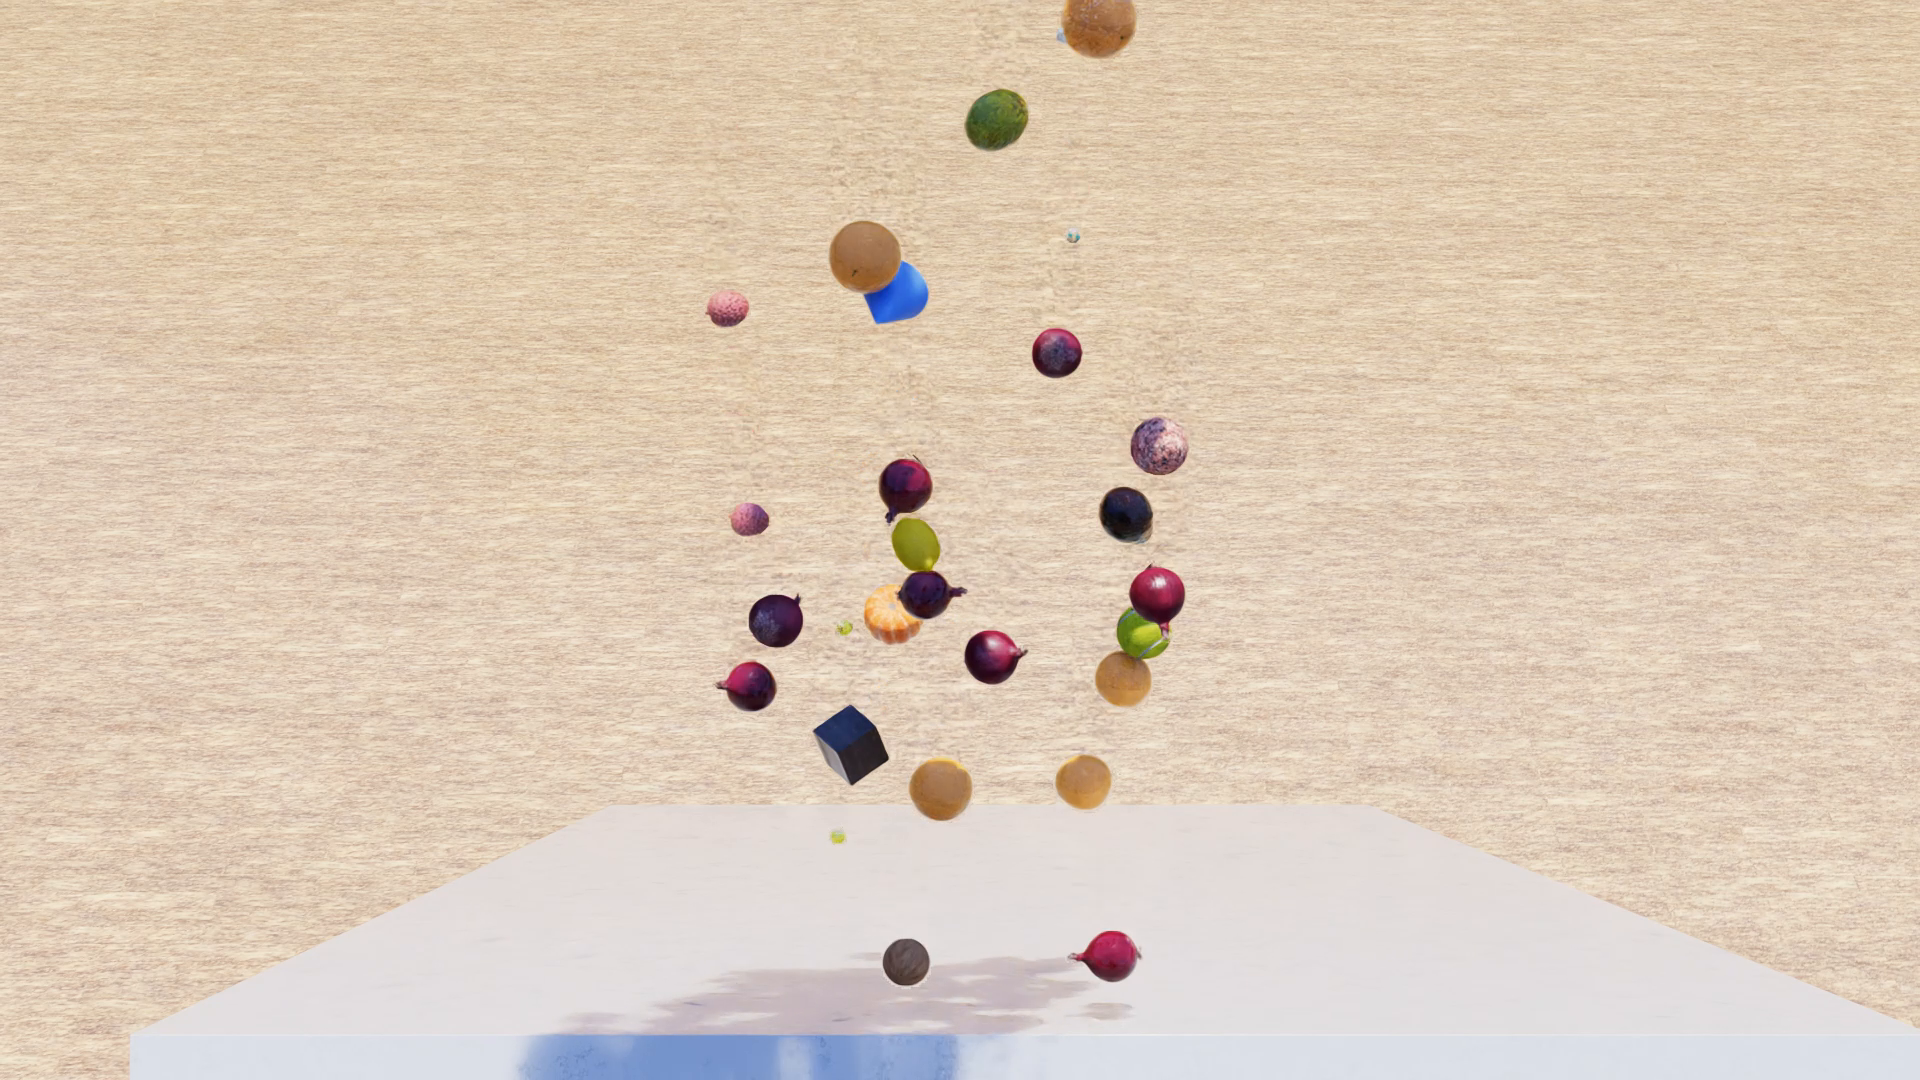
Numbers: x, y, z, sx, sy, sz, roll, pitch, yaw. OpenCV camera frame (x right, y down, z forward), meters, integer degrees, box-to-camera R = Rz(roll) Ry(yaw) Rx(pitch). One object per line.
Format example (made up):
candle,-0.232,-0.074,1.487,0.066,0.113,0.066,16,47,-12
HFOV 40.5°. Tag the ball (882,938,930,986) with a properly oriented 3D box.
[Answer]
ball,-0.063,0.499,3.077,0.056,0.056,0.056,0,36,0

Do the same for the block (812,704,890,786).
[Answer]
block,-0.122,0.229,2.909,0.054,0.054,0.054,-34,41,-17

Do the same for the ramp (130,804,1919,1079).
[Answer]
ramp,0.079,0.675,4.879,2.000,0.100,4.000,0,-2,0

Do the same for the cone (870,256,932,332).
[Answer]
cone,-0.075,-0.236,2.632,0.071,0.071,0.071,16,59,21

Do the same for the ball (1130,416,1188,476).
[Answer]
ball,0.238,-0.112,3.106,0.070,0.070,0.070,0,36,0
